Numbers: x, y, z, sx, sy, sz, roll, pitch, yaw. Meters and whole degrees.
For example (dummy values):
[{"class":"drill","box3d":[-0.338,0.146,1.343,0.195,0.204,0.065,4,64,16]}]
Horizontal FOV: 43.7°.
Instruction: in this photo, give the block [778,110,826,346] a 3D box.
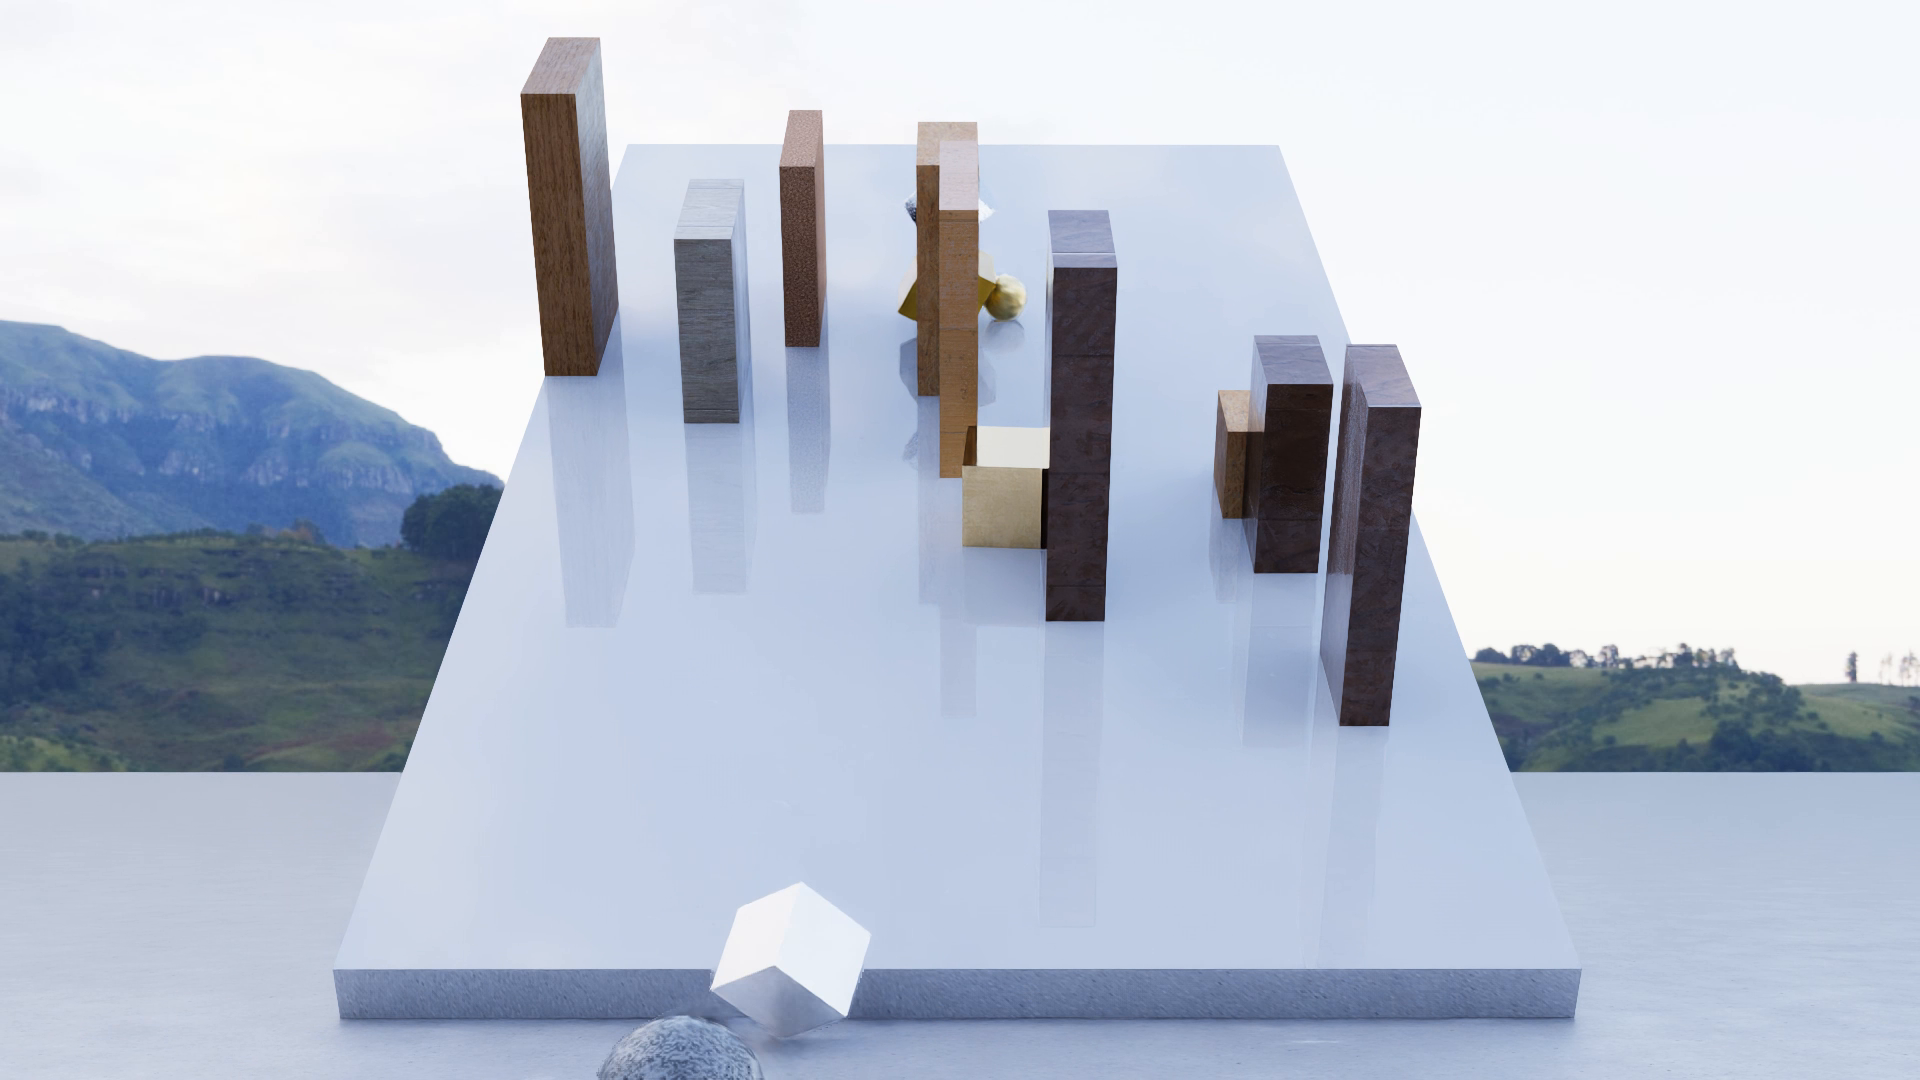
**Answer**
[{"class":"block","box3d":[-0.395,-0.795,6.068,0.085,0.474,0.431,0,28,0]}]

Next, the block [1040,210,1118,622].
[{"class":"block","box3d":[0.231,-0.243,4.749,0.119,0.761,0.300,0,28,0]}]

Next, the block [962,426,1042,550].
[{"class":"block","box3d":[0.107,-0.113,5.106,0.192,0.192,0.192,2,28,3]}]

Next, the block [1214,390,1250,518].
[{"class":"block","box3d":[0.674,-0.188,5.231,0.210,0.210,0.210,0,28,0]}]

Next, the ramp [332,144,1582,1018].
[{"class":"ramp","box3d":[-0.012,-0.221,5.611,2.000,0.100,4.000,0,28,0]}]

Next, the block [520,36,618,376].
[{"class":"block","box3d":[-0.949,-0.819,5.860,0.127,0.711,0.447,0,28,0]}]

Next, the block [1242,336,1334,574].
[{"class":"block","box3d":[0.678,-0.179,4.978,0.133,0.432,0.244,0,28,0]}]

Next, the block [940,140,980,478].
[{"class":"block","box3d":[-0.003,-0.524,5.400,0.084,0.635,0.444,0,28,0]}]

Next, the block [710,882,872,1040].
[{"class":"block","box3d":[-0.249,0.623,3.537,0.146,0.146,0.146,-27,-58,39]}]

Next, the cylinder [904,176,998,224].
[{"class":"cylinder","box3d":[-0.022,-0.830,5.925,0.164,0.164,0.164,-37,-19,18]}]

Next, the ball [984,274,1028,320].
[{"class":"ball","box3d":[0.114,-0.621,6.125,0.117,0.117,0.117,0,-5,0]}]

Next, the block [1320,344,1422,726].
[{"class":"block","box3d":[0.754,-0.006,4.424,0.092,0.657,0.271,0,28,0]}]

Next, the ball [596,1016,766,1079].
[{"class":"ball","box3d":[-0.266,0.540,2.282,0.168,0.168,0.168,0,-5,0]}]

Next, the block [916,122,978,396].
[{"class":"block","box3d":[-0.030,-0.675,5.738,0.143,0.579,0.311,0,28,0]}]

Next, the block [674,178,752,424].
[{"class":"block","box3d":[-0.582,-0.569,5.664,0.129,0.460,0.394,0,28,0]}]

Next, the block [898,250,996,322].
[{"class":"block","box3d":[-0.035,-0.645,6.035,0.181,0.181,0.181,24,26,-13]}]
